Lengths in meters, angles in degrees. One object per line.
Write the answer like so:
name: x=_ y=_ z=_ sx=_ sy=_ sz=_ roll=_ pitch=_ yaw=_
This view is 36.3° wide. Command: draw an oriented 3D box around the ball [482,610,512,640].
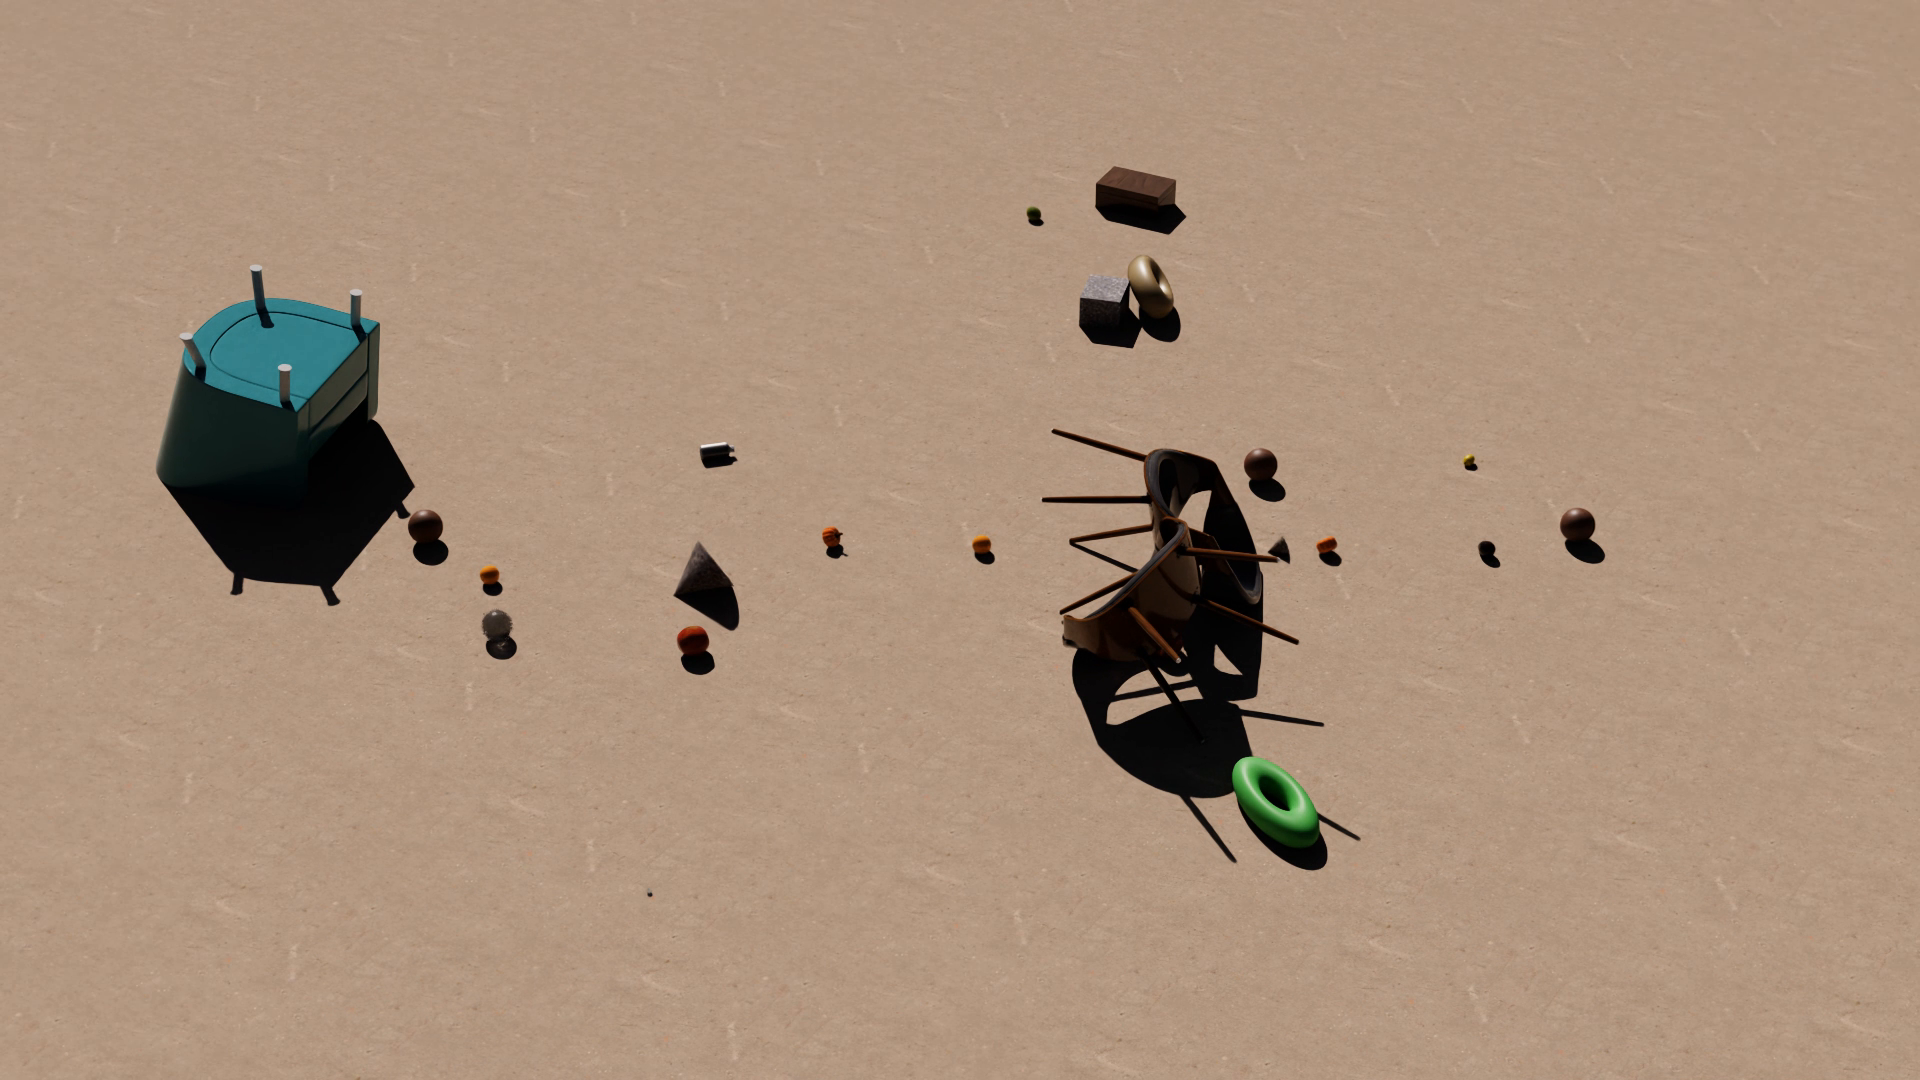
ball: x=-1.641 y=0.302 z=10.388 sx=0.107 sy=0.107 sz=0.107 roll=0 pitch=33 yaw=0

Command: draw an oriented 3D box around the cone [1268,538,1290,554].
cone: x=1.172 y=0.032 z=10.867 sx=0.076 sy=0.070 sz=0.067 roll=-23 pitch=40 yaw=11

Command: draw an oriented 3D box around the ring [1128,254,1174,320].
ring: x=0.806 y=-1.070 z=12.393 sx=0.114 sy=0.207 sz=0.380 roll=-37 pitch=37 yaw=19

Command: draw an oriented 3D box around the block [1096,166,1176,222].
block: x=0.791 y=-1.560 z=13.203 sx=0.306 sy=0.120 sz=0.198 roll=16 pitch=37 yaw=22

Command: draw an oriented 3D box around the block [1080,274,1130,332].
block: x=0.609 y=-0.999 z=12.336 sx=0.172 sy=0.137 sz=0.210 roll=8 pitch=34 yaw=12

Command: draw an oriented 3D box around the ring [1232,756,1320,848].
ring: x=1.028 y=0.854 z=9.554 sx=0.208 sy=0.105 sz=0.455 roll=-12 pitch=36 yaw=-21

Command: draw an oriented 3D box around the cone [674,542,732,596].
cone: x=-0.965 y=0.141 z=10.645 sx=0.195 sy=0.196 sz=0.294 roll=-39 pitch=21 yaw=-4
